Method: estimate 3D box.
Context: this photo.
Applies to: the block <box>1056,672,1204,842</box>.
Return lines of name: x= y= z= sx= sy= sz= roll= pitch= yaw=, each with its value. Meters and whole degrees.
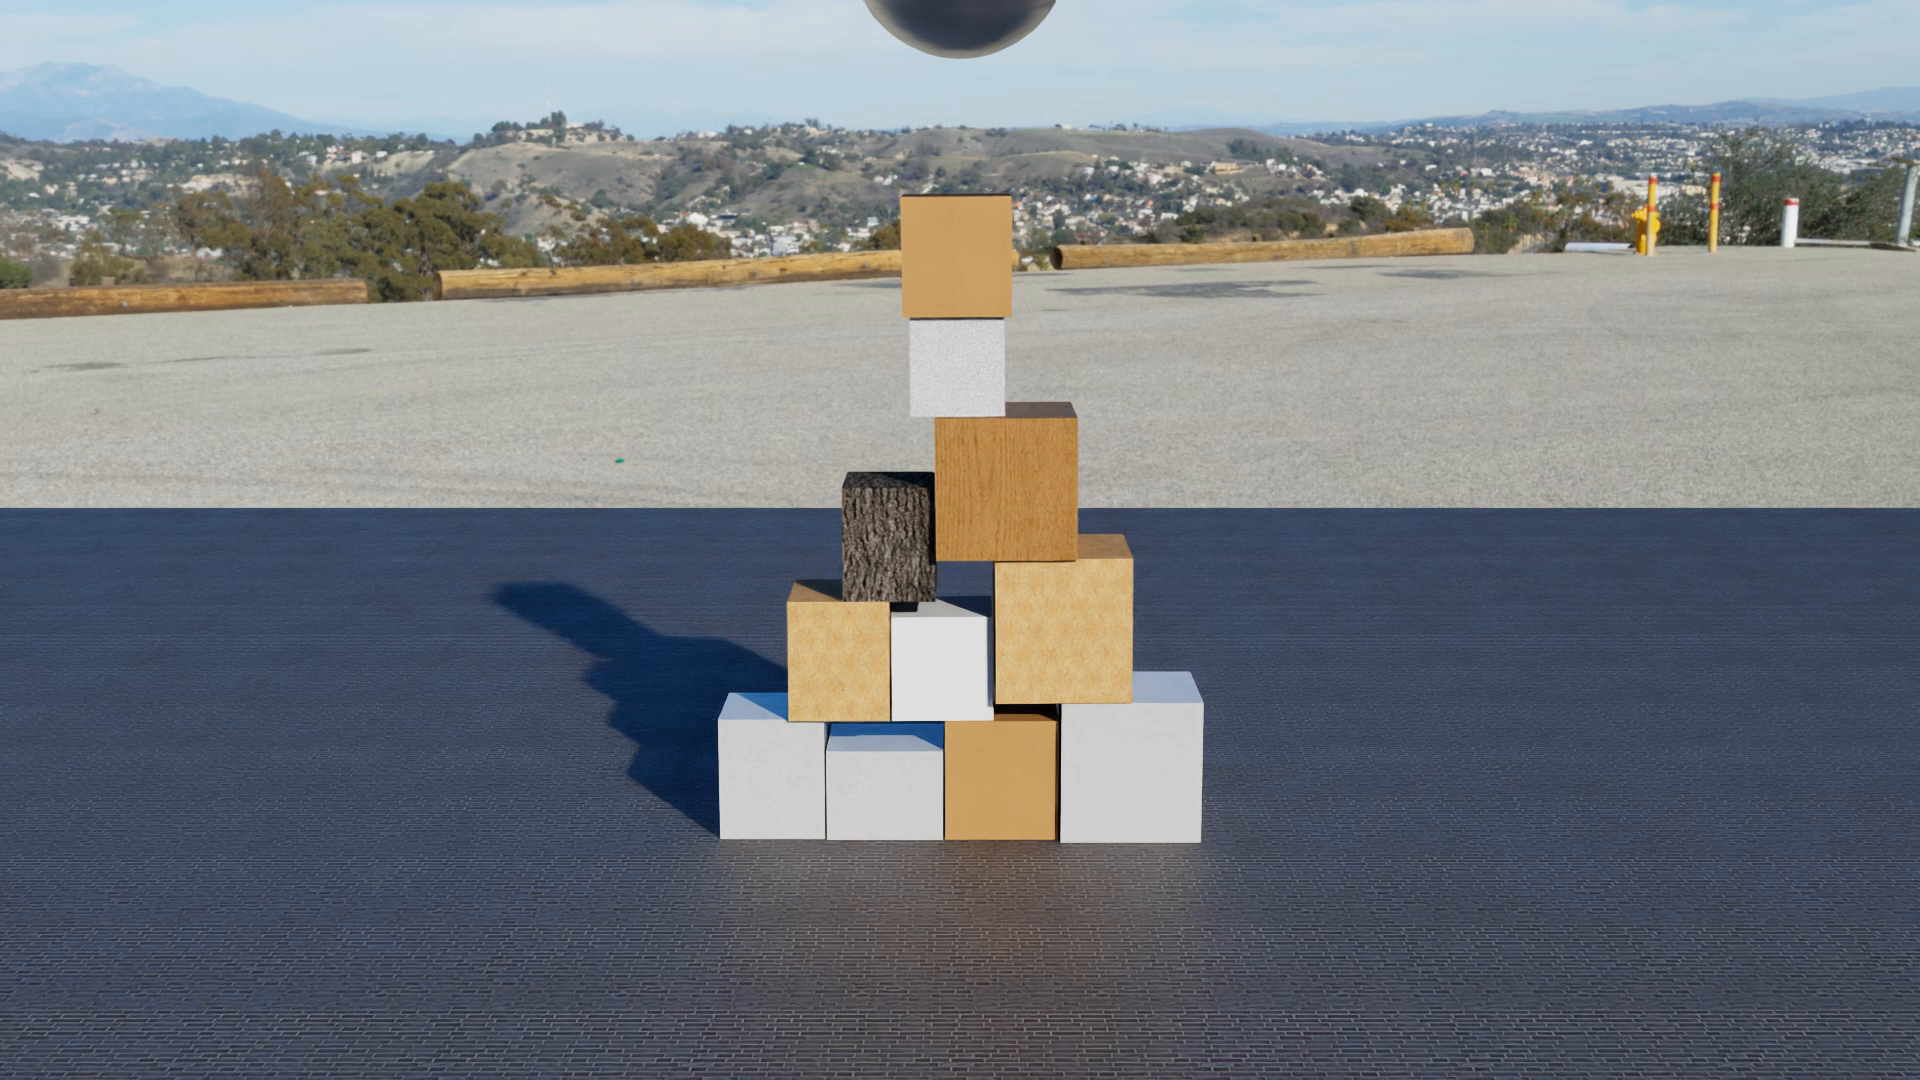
block: x=0.865 y=1.115 z=11.398 sx=0.711 sy=0.728 sz=0.658 roll=0 pitch=10 yaw=0

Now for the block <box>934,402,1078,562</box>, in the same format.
block: x=0.228 y=-0.306 z=11.108 sx=0.698 sy=0.704 sz=0.685 roll=0 pitch=10 yaw=0

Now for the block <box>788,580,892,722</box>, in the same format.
block: x=-0.607 y=0.559 z=11.280 sx=0.509 sy=0.613 sz=0.570 roll=0 pitch=10 yaw=0

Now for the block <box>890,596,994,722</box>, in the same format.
block: x=-0.090 y=0.602 z=11.298 sx=0.511 sy=0.533 sz=0.523 roll=-1 pitch=10 yaw=0

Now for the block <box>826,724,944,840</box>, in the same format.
block: x=-0.381 y=1.249 z=11.393 sx=0.591 sy=0.467 sz=0.524 roll=0 pitch=10 yaw=0

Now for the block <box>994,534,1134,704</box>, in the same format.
block: x=0.517 y=0.394 z=11.272 sx=0.683 sy=0.735 sz=0.691 roll=0 pitch=10 yaw=0

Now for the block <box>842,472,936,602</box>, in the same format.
block: x=-0.352 y=-0.023 z=11.168 sx=0.462 sy=0.573 sz=0.553 roll=0 pitch=10 yaw=0

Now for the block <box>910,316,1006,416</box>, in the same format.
block: x=-0.013 y=-0.892 z=11.008 sx=0.465 sy=0.490 sz=0.508 roll=0 pitch=10 yaw=0

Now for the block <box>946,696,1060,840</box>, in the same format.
block: x=0.212 y=1.172 z=11.386 sx=0.574 sy=0.621 sz=0.516 roll=0 pitch=10 yaw=0

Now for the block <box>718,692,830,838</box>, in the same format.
block: x=-0.953 y=1.165 z=11.410 sx=0.535 sy=0.626 sz=0.552 roll=0 pitch=10 yaw=0

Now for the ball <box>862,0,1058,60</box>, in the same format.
ball: x=0.000 y=-4.239 z=15.649 sx=1.600 sy=1.600 sz=1.600 roll=0 pitch=10 yaw=0

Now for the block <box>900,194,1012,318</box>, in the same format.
block: x=-0.017 y=-1.421 z=10.930 sx=0.532 sy=0.579 sz=0.612 roll=0 pitch=10 yaw=0
